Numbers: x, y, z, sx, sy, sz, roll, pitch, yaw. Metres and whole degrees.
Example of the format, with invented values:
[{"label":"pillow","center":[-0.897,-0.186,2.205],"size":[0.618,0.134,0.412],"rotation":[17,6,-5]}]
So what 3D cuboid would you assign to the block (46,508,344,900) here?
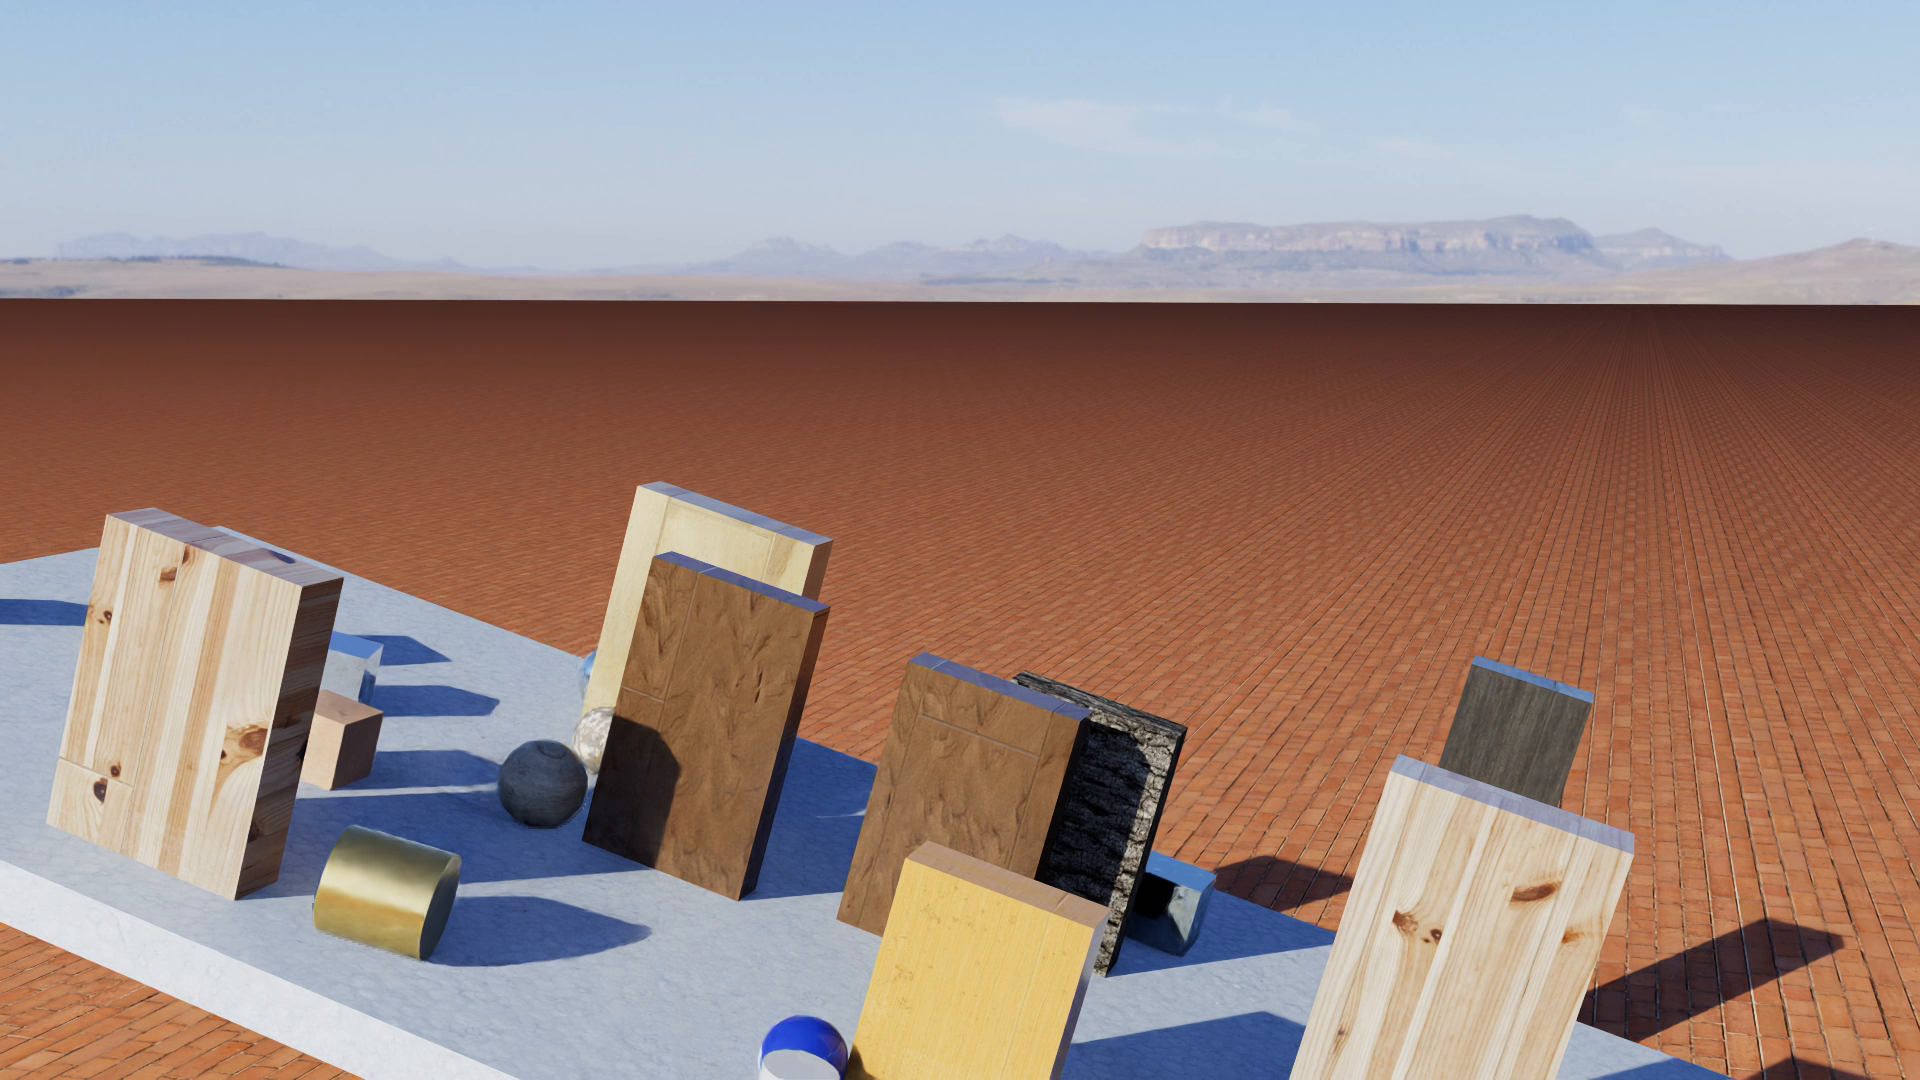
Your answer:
[{"label":"block","center":[-1.273,0.268,3.651],"size":[0.378,0.547,0.120],"rotation":[18,12,14]}]

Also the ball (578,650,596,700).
[{"label":"ball","center":[-0.798,0.321,5.043],"size":[0.156,0.156,0.156],"rotation":[0,7,0]}]

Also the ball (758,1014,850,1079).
[{"label":"ball","center":[-0.244,0.813,3.436],"size":[0.142,0.142,0.142],"rotation":[0,7,0]}]

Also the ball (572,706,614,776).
[{"label":"ball","center":[-0.741,0.424,4.630],"size":[0.150,0.150,0.150],"rotation":[0,7,0]}]

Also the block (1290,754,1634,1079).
[{"label":"block","center":[0.766,0.761,3.509],"size":[0.382,0.743,0.130],"rotation":[18,12,14]}]

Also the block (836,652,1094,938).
[{"label":"block","center":[0.006,0.525,4.174],"size":[0.347,0.531,0.104],"rotation":[18,12,14]}]

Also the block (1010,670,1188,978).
[{"label":"block","center":[0.206,0.558,4.344],"size":[0.347,0.507,0.104],"rotation":[18,12,14]}]

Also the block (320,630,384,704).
[{"label":"block","center":[-1.307,0.278,4.626],"size":[0.129,0.129,0.129],"rotation":[15,11,-2]}]

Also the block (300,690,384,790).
[{"label":"block","center":[-1.215,0.383,4.228],"size":[0.134,0.134,0.134],"rotation":[19,12,15]}]

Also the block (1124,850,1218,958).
[{"label":"block","center":[0.431,0.759,4.595],"size":[0.147,0.147,0.147],"rotation":[19,12,16]}]

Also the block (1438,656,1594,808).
[{"label":"block","center":[1.121,0.628,4.725],"size":[0.258,0.707,0.114],"rotation":[18,12,14]}]

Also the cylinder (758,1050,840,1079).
[{"label":"cylinder","center":[-0.253,0.849,3.309],"size":[0.118,0.118,0.118],"rotation":[15,11,-3]}]

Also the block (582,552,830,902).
[{"label":"block","center":[-0.488,0.354,4.201],"size":[0.338,0.584,0.087],"rotation":[18,12,14]}]

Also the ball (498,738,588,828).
[{"label":"ball","center":[-0.808,0.471,4.259],"size":[0.171,0.171,0.171],"rotation":[0,7,0]}]

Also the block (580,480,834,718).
[{"label":"block","center":[-0.560,0.212,4.815],"size":[0.424,0.574,0.118],"rotation":[18,12,14]}]

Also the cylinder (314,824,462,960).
[{"label":"cylinder","center":[-0.931,0.573,3.584],"size":[0.178,0.178,0.178],"rotation":[17,7,1]}]

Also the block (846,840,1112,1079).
[{"label":"block","center":[0.019,0.734,3.444],"size":[0.312,0.428,0.113],"rotation":[18,12,14]}]

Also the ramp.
[{"label":"ramp","center":[-0.377,0.738,4.240],"size":[4.000,0.100,2.000],"rotation":[18,12,14]}]
